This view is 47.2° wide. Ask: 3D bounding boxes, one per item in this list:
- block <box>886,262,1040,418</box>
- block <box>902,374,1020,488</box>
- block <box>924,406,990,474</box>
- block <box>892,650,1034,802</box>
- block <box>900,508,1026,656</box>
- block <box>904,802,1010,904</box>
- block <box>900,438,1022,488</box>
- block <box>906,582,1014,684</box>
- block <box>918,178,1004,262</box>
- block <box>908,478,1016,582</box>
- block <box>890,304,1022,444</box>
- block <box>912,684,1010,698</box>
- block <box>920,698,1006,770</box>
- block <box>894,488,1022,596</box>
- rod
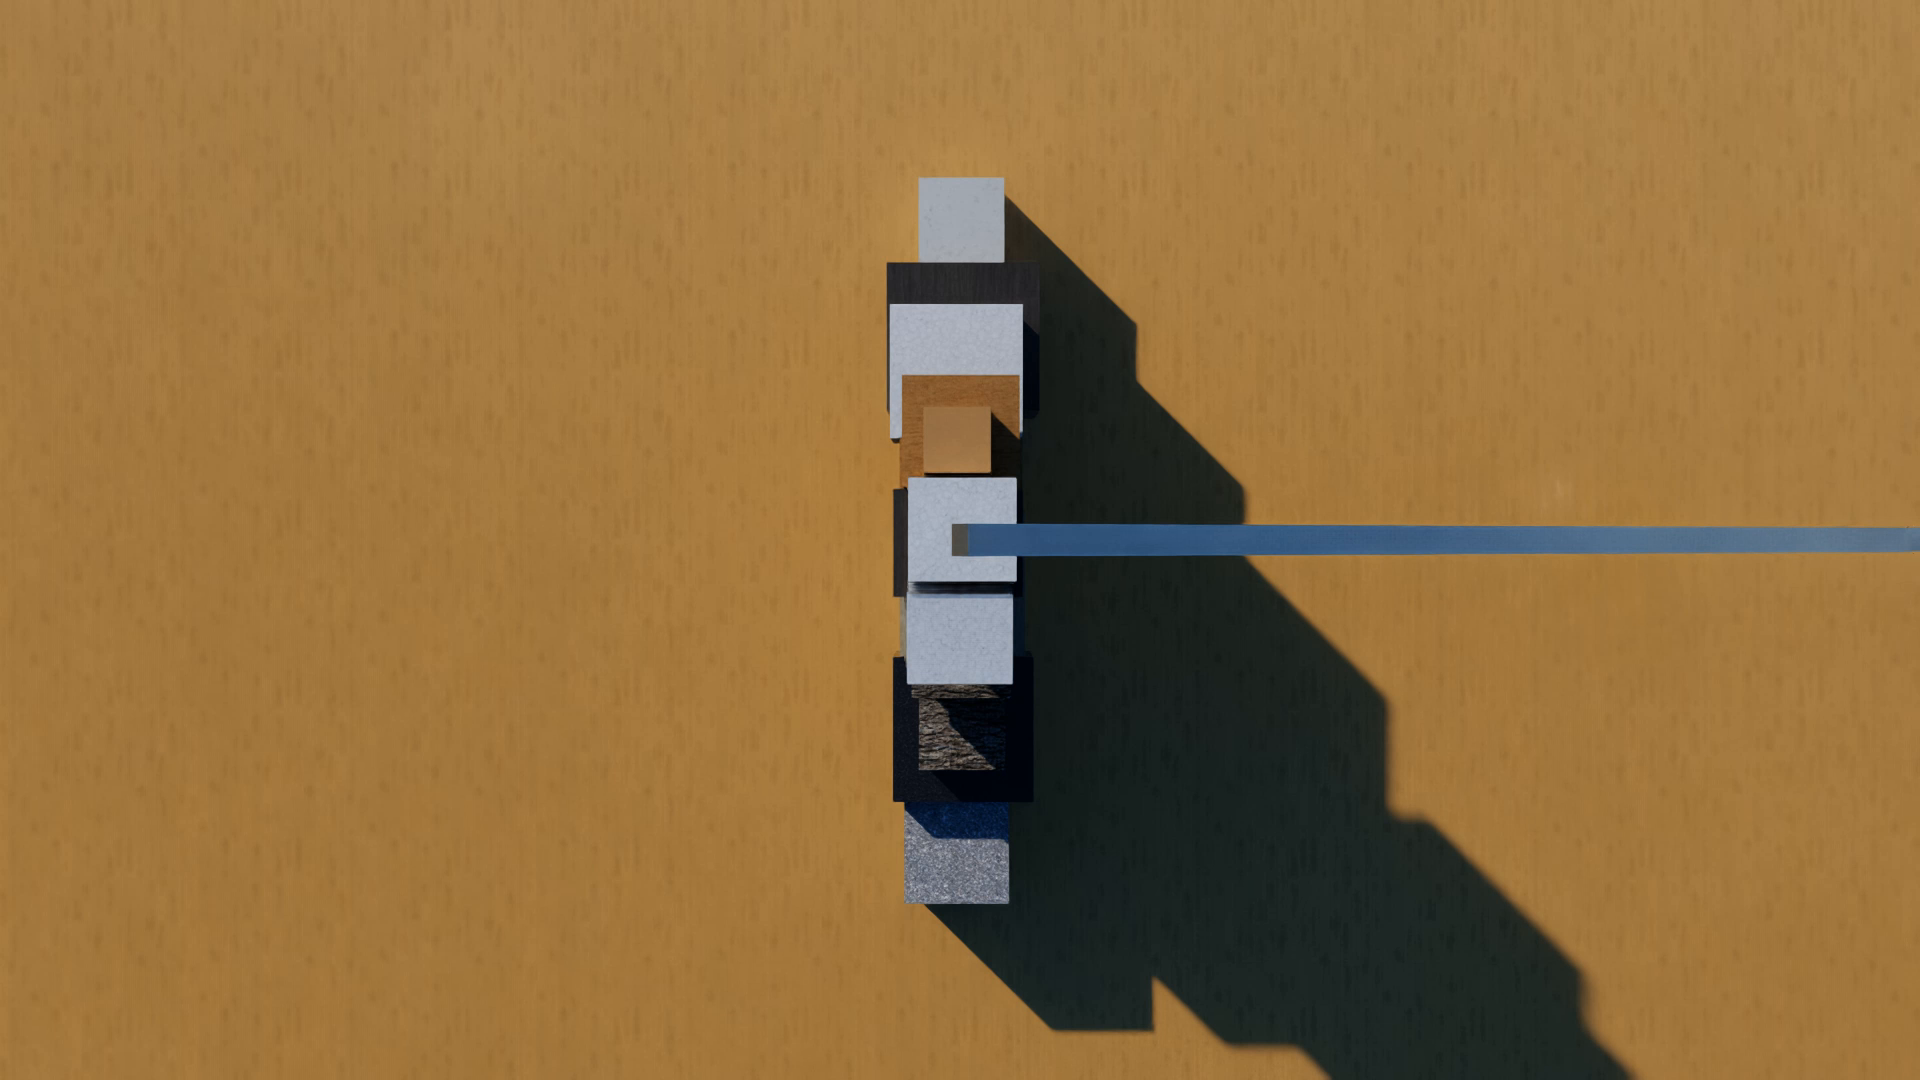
[{"bbox_3d":[0.016,-1.127,12.586,0.847,0.828,0.820,0,90,0],"label":"block"},{"bbox_3d":[0.003,-0.533,11.059,0.575,0.636,0.547,0,90,0],"label":"block"},{"bbox_3d":[-0.013,-0.475,10.583,0.318,0.315,0.312,0,90,0],"label":"block"},{"bbox_3d":[0.018,1.058,12.636,0.785,0.728,0.809,0,90,0],"label":"block"},{"bbox_3d":[0.013,0.235,12.585,0.694,0.830,0.815,0,90,0],"label":"block"},{"bbox_3d":[-0.019,1.764,12.713,0.592,0.574,0.584,0,90,0],"label":"block"},{"bbox_3d":[0.006,-0.148,11.773,0.636,0.794,0.754,0,90,0],"label":"block"},{"bbox_3d":[0.000,0.435,10.555,0.498,0.437,0.431,0,98,0],"label":"block"},{"bbox_3d":[0.009,-1.801,12.737,0.486,0.527,0.509,0,90,0],"label":"block"},{"bbox_3d":[0.011,-0.056,10.524,0.508,0.443,0.488,0,92,0],"label":"block"},{"bbox_3d":[-0.019,-0.885,11.855,0.696,0.634,0.703,0,90,0],"label":"block"},{"bbox_3d":[0.006,0.548,11.425,0.504,0.527,0.509,0,90,0],"label":"block"},{"bbox_3d":[0.012,0.997,12.042,0.465,0.460,0.479,0,90,0],"label":"block"},{"bbox_3d":[-0.009,0.015,11.065,0.634,0.621,0.529,0,90,0],"label":"block"},{"bbox_3d":[2.234,0.000,6.708,5.200,0.080,0.080,0,90,-31],"label":"rod"}]
